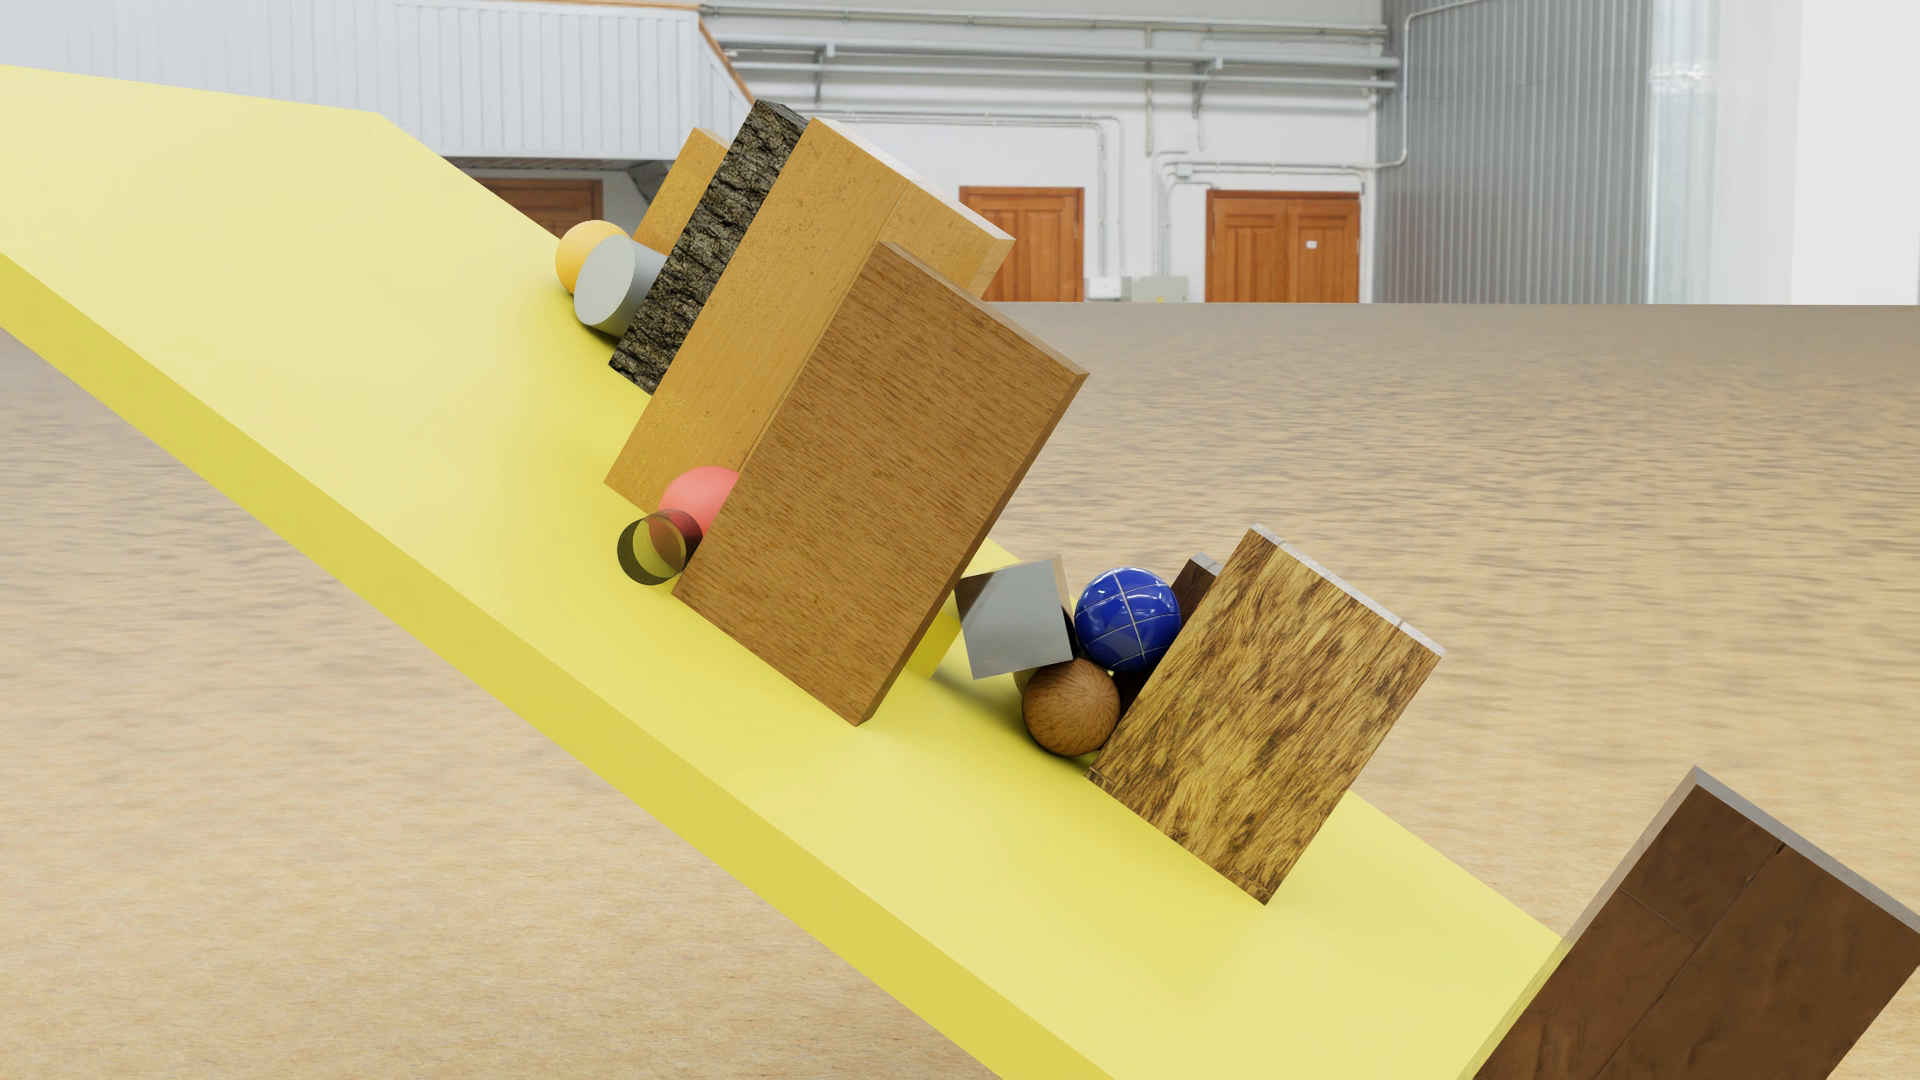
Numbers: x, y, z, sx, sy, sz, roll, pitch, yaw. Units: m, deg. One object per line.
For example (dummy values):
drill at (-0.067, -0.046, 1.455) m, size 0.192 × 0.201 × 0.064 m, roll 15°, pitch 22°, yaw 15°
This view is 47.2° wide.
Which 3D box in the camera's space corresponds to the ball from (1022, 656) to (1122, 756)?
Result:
ball at (0.203, 0.304, 4.011) m, size 0.182 × 0.182 × 0.182 m, roll 0°, pitch 7°, yaw 0°

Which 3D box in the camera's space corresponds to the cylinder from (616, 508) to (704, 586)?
cylinder at (-0.500, 0.011, 3.674) m, size 0.112 × 0.112 × 0.112 m, roll 2°, pitch 10°, yaw 13°

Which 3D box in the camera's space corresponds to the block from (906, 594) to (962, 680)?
block at (-0.073, 0.156, 4.040) m, size 0.125 × 0.125 × 0.125 m, roll 31°, pitch 15°, yaw -3°

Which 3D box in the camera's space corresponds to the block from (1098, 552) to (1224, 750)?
block at (0.446, 0.270, 4.164) m, size 0.268 × 0.408 × 0.109 m, roll 35°, pitch 15°, yaw 10°

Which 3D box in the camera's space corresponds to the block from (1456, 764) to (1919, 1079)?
block at (0.940, 0.725, 3.027) m, size 0.357 × 0.756 × 0.120 m, roll 35°, pitch 15°, yaw 10°

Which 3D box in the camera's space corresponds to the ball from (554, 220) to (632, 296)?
ball at (-0.813, -0.623, 4.923) m, size 0.185 × 0.185 × 0.185 m, roll 0°, pitch 7°, yaw 0°

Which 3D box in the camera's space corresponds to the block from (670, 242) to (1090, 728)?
block at (-0.138, -0.089, 3.589) m, size 0.388 × 0.690 × 0.082 m, roll 35°, pitch 15°, yaw 10°

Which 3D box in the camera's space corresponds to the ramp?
ramp at (-0.139, 0.231, 4.105) m, size 4.000 × 0.100 × 2.000 m, roll 35°, pitch 15°, yaw 10°

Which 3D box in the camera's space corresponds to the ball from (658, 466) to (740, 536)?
ball at (-0.431, -0.035, 3.812) m, size 0.187 × 0.187 × 0.187 m, roll 0°, pitch 7°, yaw 0°

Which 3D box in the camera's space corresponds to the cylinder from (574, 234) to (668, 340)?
cylinder at (-0.695, -0.531, 4.796) m, size 0.207 × 0.207 × 0.207 m, roll 7°, pitch -11°, yaw 46°

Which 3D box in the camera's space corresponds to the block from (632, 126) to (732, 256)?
block at (-0.563, -0.649, 4.983) m, size 0.336 × 0.453 × 0.084 m, roll 35°, pitch 15°, yaw 10°

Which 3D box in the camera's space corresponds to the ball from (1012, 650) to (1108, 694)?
ball at (0.191, 0.239, 4.185) m, size 0.185 × 0.185 × 0.185 m, roll 0°, pitch 7°, yaw 0°

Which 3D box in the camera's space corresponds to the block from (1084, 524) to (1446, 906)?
block at (0.540, 0.312, 3.937) m, size 0.398 × 0.553 × 0.083 m, roll 35°, pitch 15°, yaw 10°

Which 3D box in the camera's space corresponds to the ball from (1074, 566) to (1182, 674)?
ball at (0.307, 0.147, 4.034) m, size 0.198 × 0.198 × 0.198 m, roll 0°, pitch 7°, yaw 0°

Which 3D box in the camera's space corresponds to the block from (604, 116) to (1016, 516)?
block at (-0.273, -0.312, 3.891) m, size 0.391 × 0.762 × 0.120 m, roll 35°, pitch 15°, yaw 10°

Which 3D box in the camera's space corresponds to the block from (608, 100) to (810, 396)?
block at (-0.412, -0.539, 4.571) m, size 0.352 × 0.641 × 0.150 m, roll 35°, pitch 15°, yaw 10°

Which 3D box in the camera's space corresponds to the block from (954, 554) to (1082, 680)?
block at (0.105, 0.138, 4.006) m, size 0.183 × 0.183 × 0.183 m, roll -12°, pitch 1°, yaw 8°
